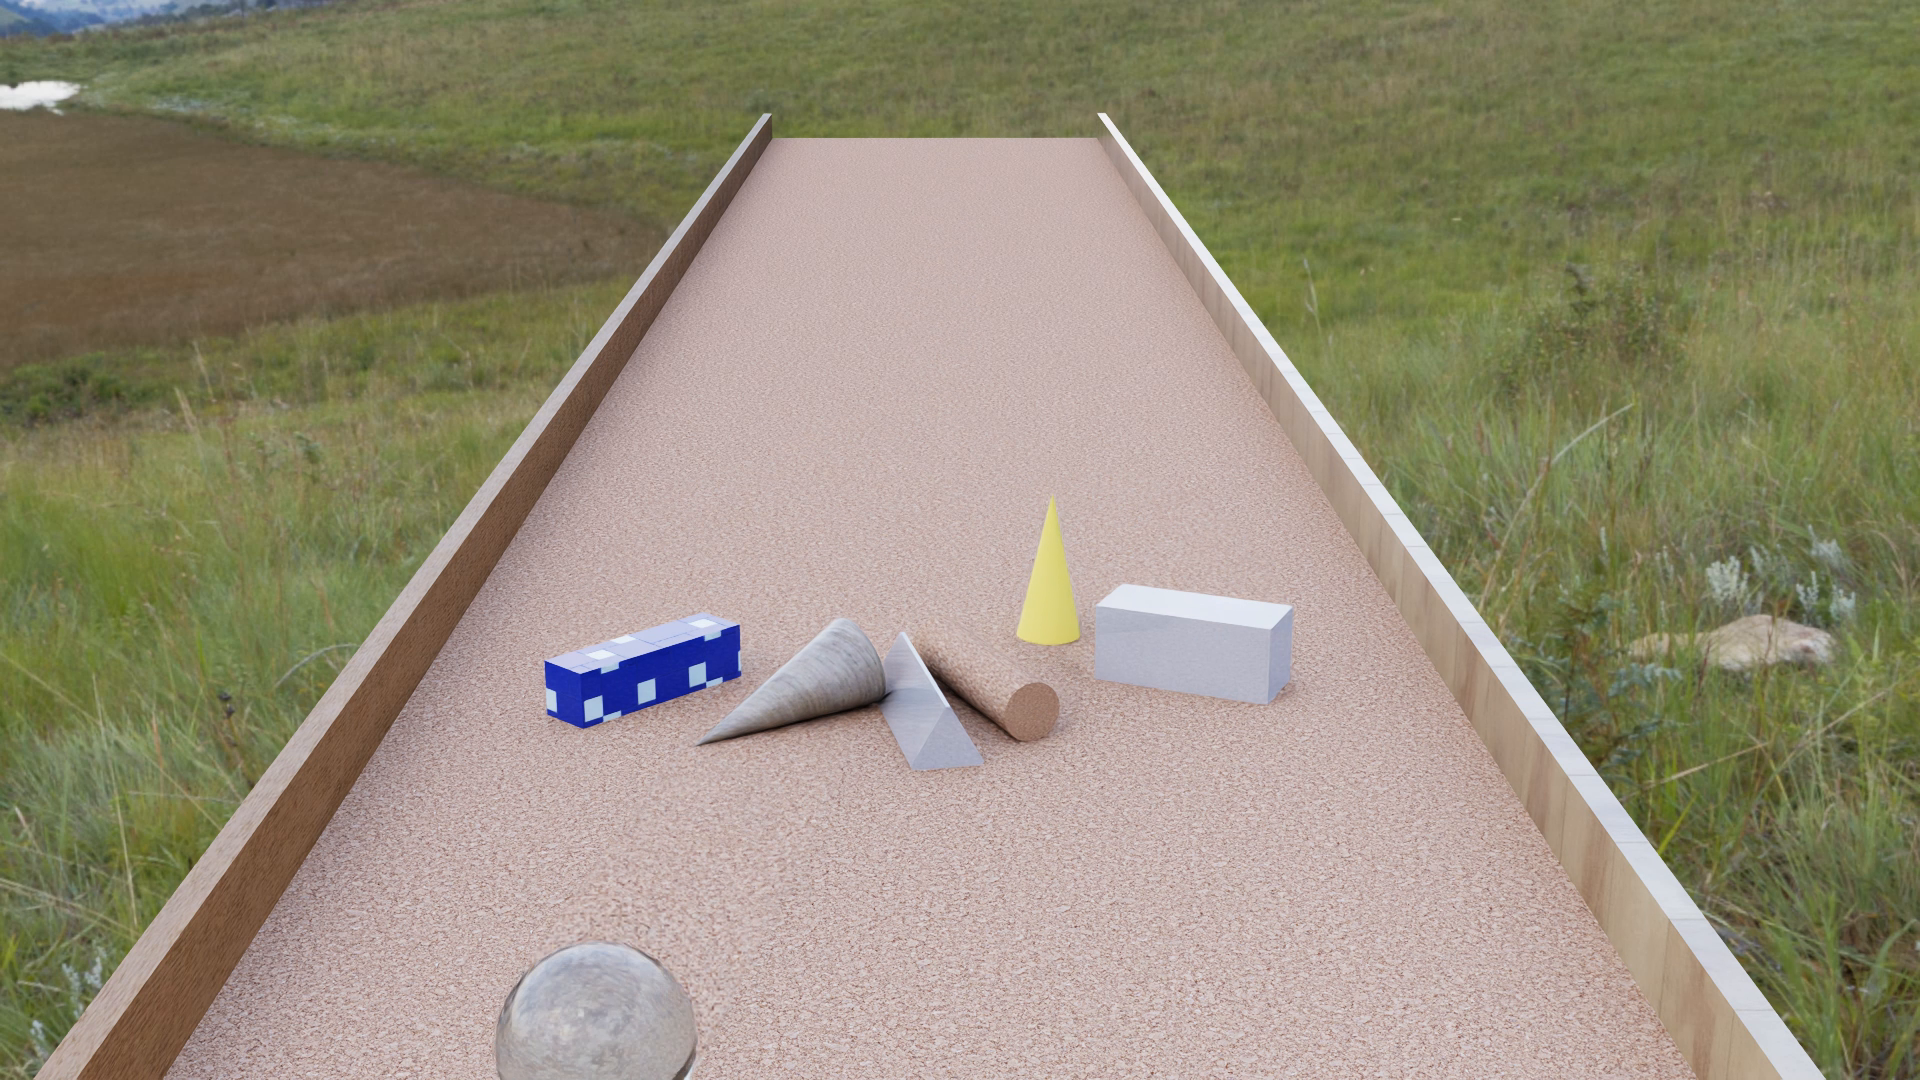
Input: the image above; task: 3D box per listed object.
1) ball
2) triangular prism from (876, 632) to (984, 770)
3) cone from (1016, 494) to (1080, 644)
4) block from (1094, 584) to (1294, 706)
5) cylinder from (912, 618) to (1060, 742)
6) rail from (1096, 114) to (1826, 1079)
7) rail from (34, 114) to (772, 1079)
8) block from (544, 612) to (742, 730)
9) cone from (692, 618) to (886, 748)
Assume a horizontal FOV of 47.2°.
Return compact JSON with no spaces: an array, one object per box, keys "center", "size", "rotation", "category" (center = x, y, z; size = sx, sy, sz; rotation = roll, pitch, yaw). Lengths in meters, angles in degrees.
[{"center":[-0.448,0.619,2.711],"size":[0.247,0.247,0.247],"rotation":[0,17,0],"category":"ball"},{"center":[-0.066,0.287,4.051],"size":[0.130,0.113,0.413],"rotation":[-3,17,-12],"category":"triangular prism"},{"center":[0.186,0.049,4.521],"size":[0.133,0.307,0.133],"rotation":[1,17,0],"category":"cone"},{"center":[0.455,0.200,4.286],"size":[0.351,0.152,0.152],"rotation":[7,18,23],"category":"block"},{"center":[0.044,0.258,4.160],"size":[0.113,0.113,0.410],"rotation":[-8,18,-24],"category":"cylinder"},{"center":[0.932,-0.844,7.801],"size":[0.050,0.150,12.000],"rotation":[0,17,-1],"category":"rail"},{"center":[-1.118,-0.838,7.780],"size":[0.050,0.150,12.000],"rotation":[0,17,-1],"category":"rail"},{"center":[-0.602,0.246,4.210],"size":[0.108,0.108,0.387],"rotation":[15,22,41],"category":"block"},{"center":[-0.340,0.301,4.063],"size":[0.377,0.176,0.176],"rotation":[-27,28,-30],"category":"cone"}]
